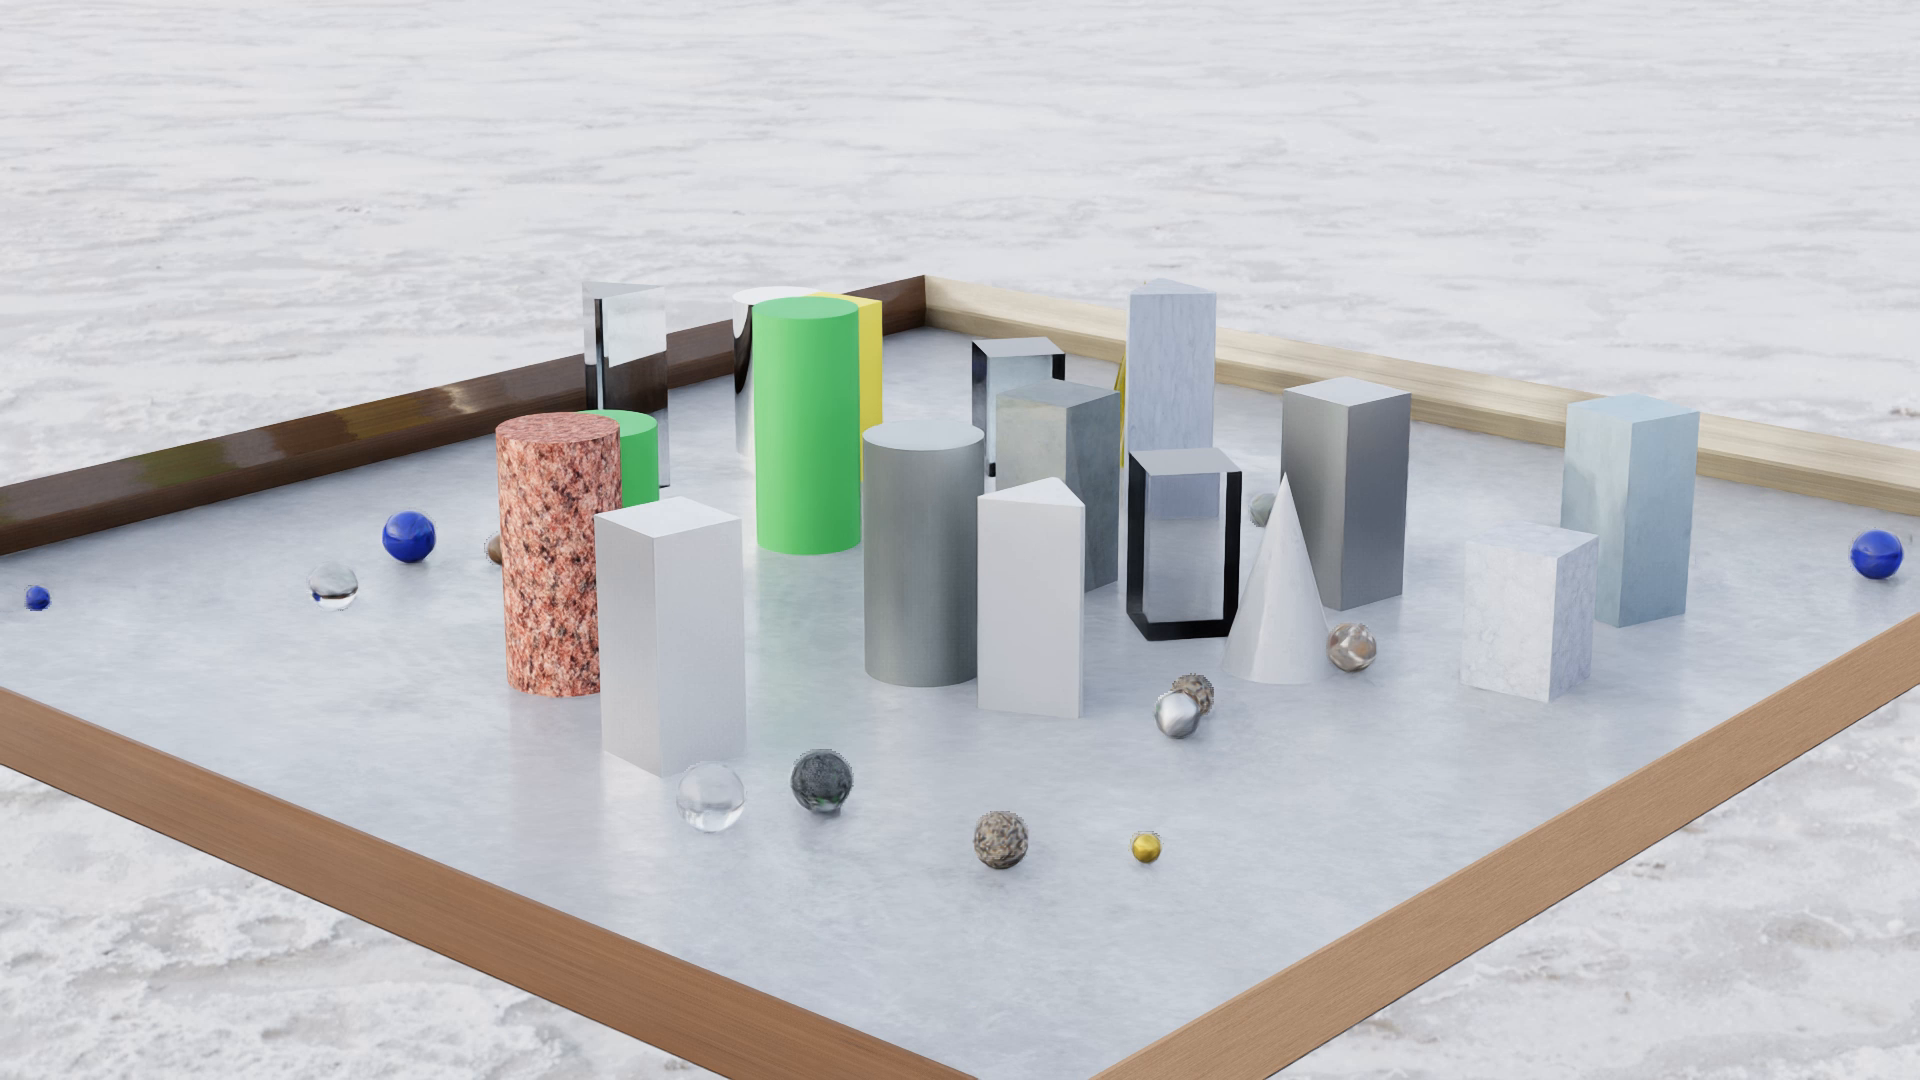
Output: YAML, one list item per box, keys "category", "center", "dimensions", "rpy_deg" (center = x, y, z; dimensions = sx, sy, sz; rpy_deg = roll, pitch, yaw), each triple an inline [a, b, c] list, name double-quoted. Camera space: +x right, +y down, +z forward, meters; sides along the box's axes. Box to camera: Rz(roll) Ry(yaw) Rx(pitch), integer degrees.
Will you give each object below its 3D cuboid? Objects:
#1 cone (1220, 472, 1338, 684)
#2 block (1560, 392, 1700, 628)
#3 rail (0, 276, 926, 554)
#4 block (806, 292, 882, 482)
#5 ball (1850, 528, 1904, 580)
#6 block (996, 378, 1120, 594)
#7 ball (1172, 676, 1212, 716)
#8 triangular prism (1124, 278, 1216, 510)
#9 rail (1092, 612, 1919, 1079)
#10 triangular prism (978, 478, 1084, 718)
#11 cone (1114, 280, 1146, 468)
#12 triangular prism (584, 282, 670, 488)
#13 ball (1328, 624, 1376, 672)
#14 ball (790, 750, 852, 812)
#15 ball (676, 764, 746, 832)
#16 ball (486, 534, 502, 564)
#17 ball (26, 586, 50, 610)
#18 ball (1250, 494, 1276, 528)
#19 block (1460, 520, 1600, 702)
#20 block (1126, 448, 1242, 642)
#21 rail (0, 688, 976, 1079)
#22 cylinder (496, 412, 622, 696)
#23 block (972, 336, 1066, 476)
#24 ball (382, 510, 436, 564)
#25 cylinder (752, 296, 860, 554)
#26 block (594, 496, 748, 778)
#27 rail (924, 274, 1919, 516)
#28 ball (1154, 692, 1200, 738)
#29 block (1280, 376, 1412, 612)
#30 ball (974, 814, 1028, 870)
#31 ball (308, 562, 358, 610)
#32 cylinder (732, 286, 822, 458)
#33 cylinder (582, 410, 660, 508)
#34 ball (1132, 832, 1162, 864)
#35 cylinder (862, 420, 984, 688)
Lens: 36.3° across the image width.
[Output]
- category: "cone"
  center: [0.520, 0.046, 4.728]
  dimensions: [0.193, 0.326, 0.193]
  rpy_deg: [0, 17, 0]
- category: "block"
  center: [1.137, -0.053, 5.001]
  dimensions: [0.155, 0.358, 0.155]
  rpy_deg: [-10, 19, -30]
- category: "rail"
  center: [-1.092, -0.242, 6.028]
  dimensions: [0.045, 0.126, 3.121]
  rpy_deg: [14, 22, 39]
- category: "block"
  center: [-0.262, -0.298, 5.820]
  dimensions: [0.155, 0.354, 0.155]
  rpy_deg: [12, 21, 35]
- category: "ball"
  center: [1.628, 0.025, 5.204]
  dimensions: [0.091, 0.091, 0.091]
  rpy_deg: [0, 17, 0]
- category: "block"
  center: [0.171, -0.091, 5.149]
  dimensions: [0.155, 0.345, 0.155]
  rpy_deg: [14, 21, 38]
- category: "ball"
  center: [0.360, 0.242, 4.535]
  dimensions: [0.063, 0.063, 0.063]
  rpy_deg: [0, 17, 0]
- category: "triangular prism"
  center: [0.393, -0.283, 5.651]
  dimensions: [0.168, 0.423, 0.145]
  rpy_deg: [-2, 17, -5]
- category: "rail"
  center: [1.092, 0.305, 4.213]
  dimensions: [0.045, 0.126, 3.121]
  rpy_deg: [14, 22, 39]
- category: "triangular prism"
  center: [0.128, 0.085, 4.574]
  dimensions: [0.168, 0.341, 0.145]
  rpy_deg: [5, 17, 16]
- category: "cone"
  center: [0.373, -0.349, 5.961]
  dimensions: [0.193, 0.370, 0.193]
  rpy_deg: [0, 17, 0]
- category: "triangular prism"
  center: [-0.683, -0.298, 5.737]
  dimensions: [0.145, 0.402, 0.168]
  rpy_deg: [16, 23, 43]
- category: "ball"
  center: [0.630, 0.174, 4.708]
  dimensions: [0.078, 0.078, 0.078]
  rpy_deg: [0, 17, 0]
- category: "ball"
  center: [-0.197, 0.343, 4.160]
  dimensions: [0.087, 0.087, 0.087]
  rpy_deg: [0, 17, 0]
- category: "ball"
  center: [-0.347, 0.360, 4.087]
  dimensions: [0.097, 0.097, 0.097]
  rpy_deg: [0, 17, 0]
- category: "ball"
  center: [-0.826, 0.017, 5.293]
  dimensions: [0.056, 0.056, 0.056]
  rpy_deg: [0, 17, 0]
- category: "ball"
  center: [-1.586, 0.100, 5.043]
  dimensions: [0.042, 0.042, 0.042]
  rpy_deg: [0, 17, 0]
- category: "ball"
  center: [0.580, -0.055, 5.516]
  dimensions: [0.066, 0.066, 0.066]
  rpy_deg: [0, 17, 0]
- category: "block"
  center: [0.906, 0.111, 4.669]
  dimensions: [0.155, 0.237, 0.155]
  rpy_deg: [12, 20, 34]
- category: "block"
  center: [0.375, 0.006, 4.930]
  dimensions: [0.155, 0.287, 0.155]
  rpy_deg: [-3, 17, -10]
- category: "rail"
  center: [-1.007, 0.367, 4.009]
  dimensions: [2.940, 0.126, 0.045]
  rpy_deg: [14, 22, 39]
- category: "cylinder"
  center: [-0.631, 0.022, 4.658]
  dimensions: [0.193, 0.414, 0.193]
  rpy_deg: [0, 17, 0]
- category: "block"
  center: [0.117, -0.270, 5.915]
  dimensions: [0.155, 0.245, 0.155]
  rpy_deg: [-4, 17, -12]
- category: "ball"
  center: [-0.996, -0.007, 5.301]
  dimensions: [0.097, 0.097, 0.097]
  rpy_deg: [0, 17, 0]
- category: "cylinder"
  center: [-0.280, -0.211, 5.383]
  dimensions: [0.193, 0.440, 0.193]
  rpy_deg: [0, 17, 0]
- category: "block"
  center: [-0.428, 0.141, 4.341]
  dimensions: [0.155, 0.367, 0.155]
  rpy_deg: [-14, 22, -38]
- category: "rail"
  center: [1.007, -0.304, 6.231]
  dimensions: [2.940, 0.126, 0.045]
  rpy_deg: [14, 22, 39]
- category: "ball"
  center: [0.330, 0.267, 4.442]
  dimensions: [0.069, 0.069, 0.069]
  rpy_deg: [0, 17, 0]
- category: "block"
  center: [0.665, -0.082, 5.089]
  dimensions: [0.155, 0.363, 0.155]
  rpy_deg: [-13, 21, -37]
- category: "ball"
  center: [0.055, 0.407, 3.965]
  dimensions: [0.076, 0.076, 0.076]
  rpy_deg: [0, 17, 0]
- category: "ball"
  center: [-1.078, 0.079, 5.037]
  dimensions: [0.085, 0.085, 0.085]
  rpy_deg: [0, 17, 0]
- category: "cylinder"
  center: [-0.368, -0.344, 6.031]
  dimensions: [0.193, 0.321, 0.193]
  rpy_deg: [0, 17, 0]
- category: "cylinder"
  center: [-0.607, -0.035, 4.980]
  dimensions: [0.193, 0.335, 0.193]
  rpy_deg: [0, 17, 0]
- category: "ball"
  center: [0.253, 0.419, 3.986]
  dimensions: [0.041, 0.041, 0.041]
  rpy_deg: [0, 17, 0]
- category: "cylinder"
  center: [-0.058, 0.020, 4.703]
  dimensions: [0.193, 0.391, 0.193]
  rpy_deg: [0, 17, 0]
